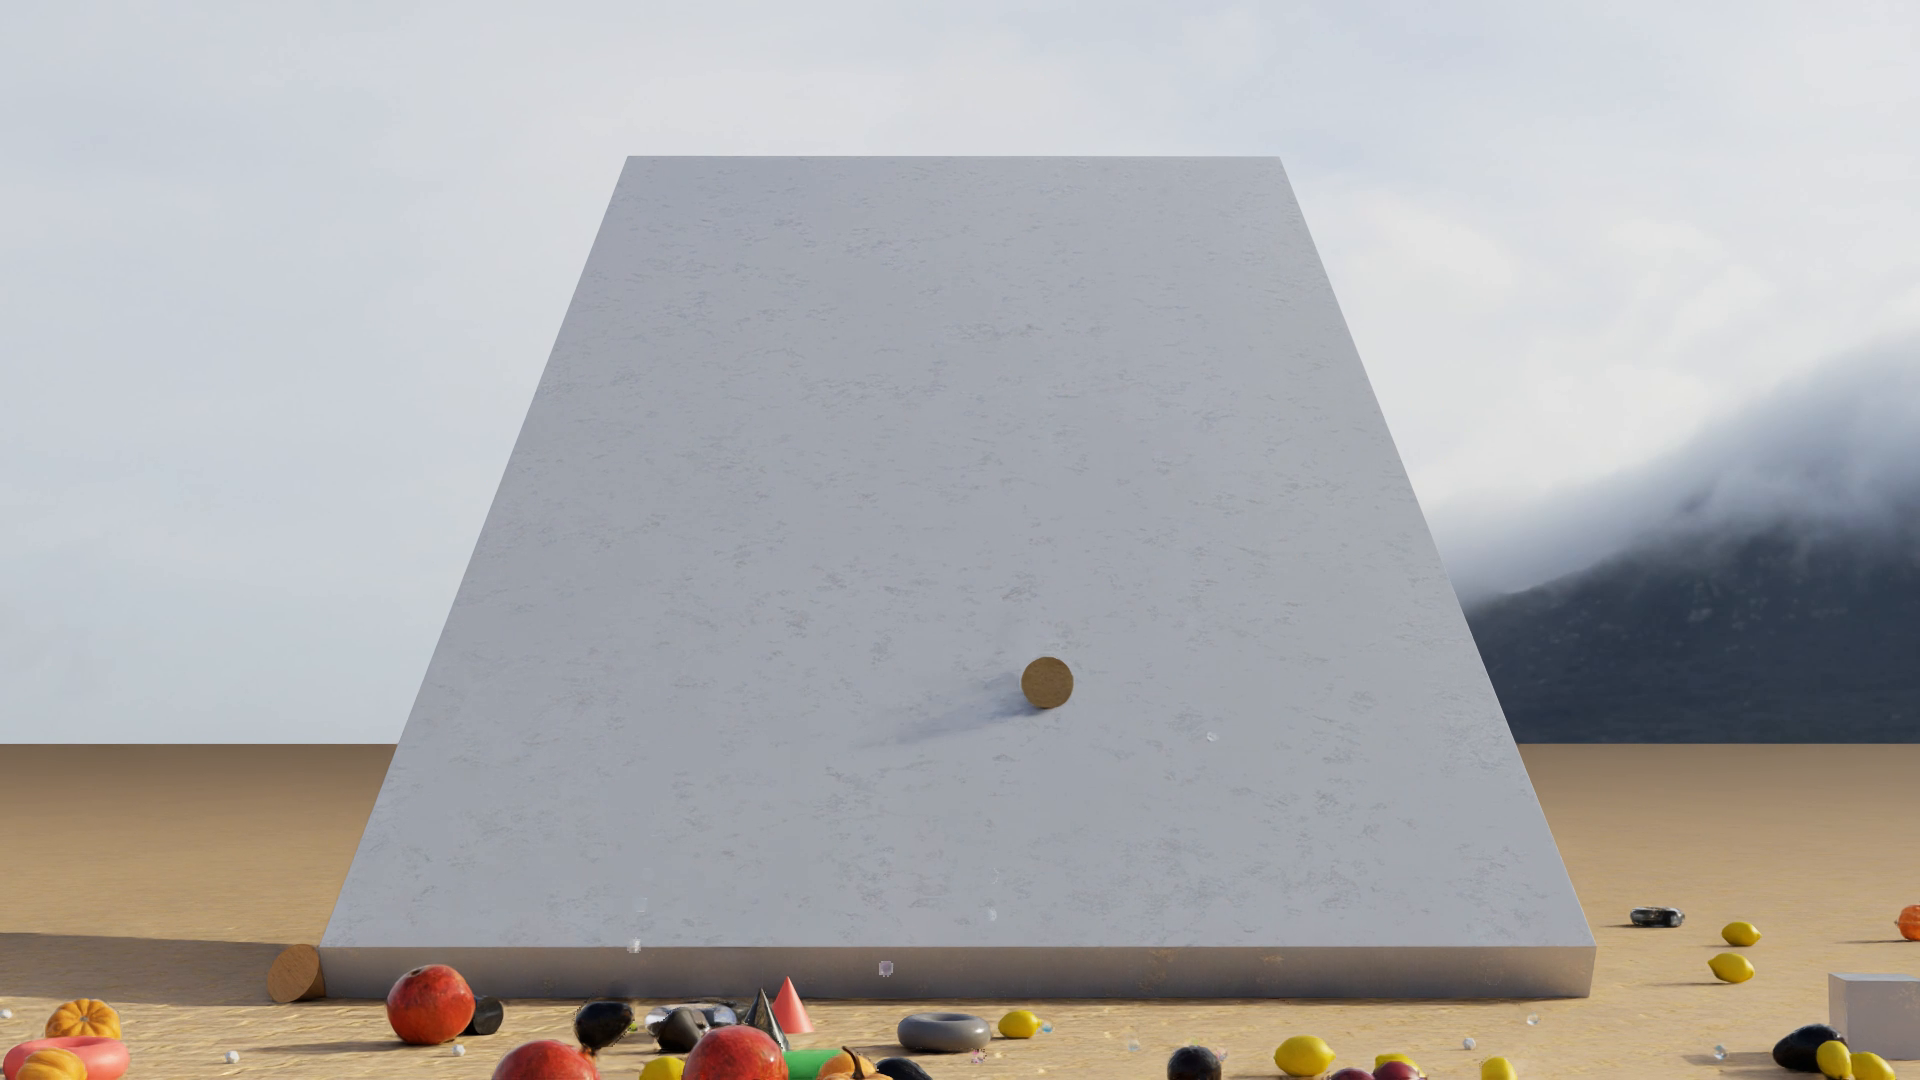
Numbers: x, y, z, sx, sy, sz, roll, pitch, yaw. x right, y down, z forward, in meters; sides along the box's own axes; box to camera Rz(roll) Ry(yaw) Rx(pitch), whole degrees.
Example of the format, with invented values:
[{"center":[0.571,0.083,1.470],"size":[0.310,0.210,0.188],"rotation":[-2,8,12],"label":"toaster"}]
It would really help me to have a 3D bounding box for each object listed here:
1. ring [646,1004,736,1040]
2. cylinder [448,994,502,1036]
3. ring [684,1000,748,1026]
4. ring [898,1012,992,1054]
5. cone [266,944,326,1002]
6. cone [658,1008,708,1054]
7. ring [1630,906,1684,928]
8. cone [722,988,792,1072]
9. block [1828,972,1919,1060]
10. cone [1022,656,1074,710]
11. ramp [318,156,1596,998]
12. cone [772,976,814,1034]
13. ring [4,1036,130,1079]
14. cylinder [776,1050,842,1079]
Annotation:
[{"center":[-0.371,0.664,3.270],"size":[0.126,0.042,0.126],"rotation":[-1,-6,0],"label":"ring"},{"center":[-0.675,0.662,3.306],"size":[0.053,0.053,0.053],"rotation":[-4,-6,40],"label":"cylinder"},{"center":[-0.354,0.680,3.405],"size":[0.102,0.034,0.102],"rotation":[1,-6,0],"label":"ring"},{"center":[-0.021,0.654,3.148],"size":[0.126,0.042,0.126],"rotation":[1,-4,0],"label":"ring"},{"center":[-1.025,0.703,3.751],"size":[0.098,0.098,0.098],"rotation":[-2,-32,27],"label":"cone"},{"center":[-0.353,0.659,3.117],"size":[0.061,0.061,0.061],"rotation":[28,11,31],"label":"cone"},{"center":[1.528,0.826,5.195],"size":[0.117,0.039,0.117],"rotation":[1,-3,0],"label":"ring"},{"center":[-0.251,0.612,2.984],"size":[0.098,0.098,0.098],"rotation":[0,-5,0],"label":"cone"},{"center":[1.198,0.621,3.096],"size":[0.099,0.099,0.099],"rotation":[-1,-5,7],"label":"block"},{"center":[0.166,0.262,4.399],"size":[0.096,0.096,0.096],"rotation":[-1,0,7],"label":"cone"},{"center":[-0.011,-0.226,5.515],"size":[2.000,0.100,4.000],"rotation":[0,27,0],"label":"ramp"},{"center":[-0.243,0.653,3.345],"size":[0.077,0.077,0.077],"rotation":[0,-5,0],"label":"cone"},{"center":[-1.070,0.626,2.841],"size":[0.143,0.048,0.143],"rotation":[-1,-3,0],"label":"ring"},{"center":[-0.168,0.600,2.633],"size":[0.065,0.065,0.065],"rotation":[1,-5,-10],"label":"cylinder"}]
